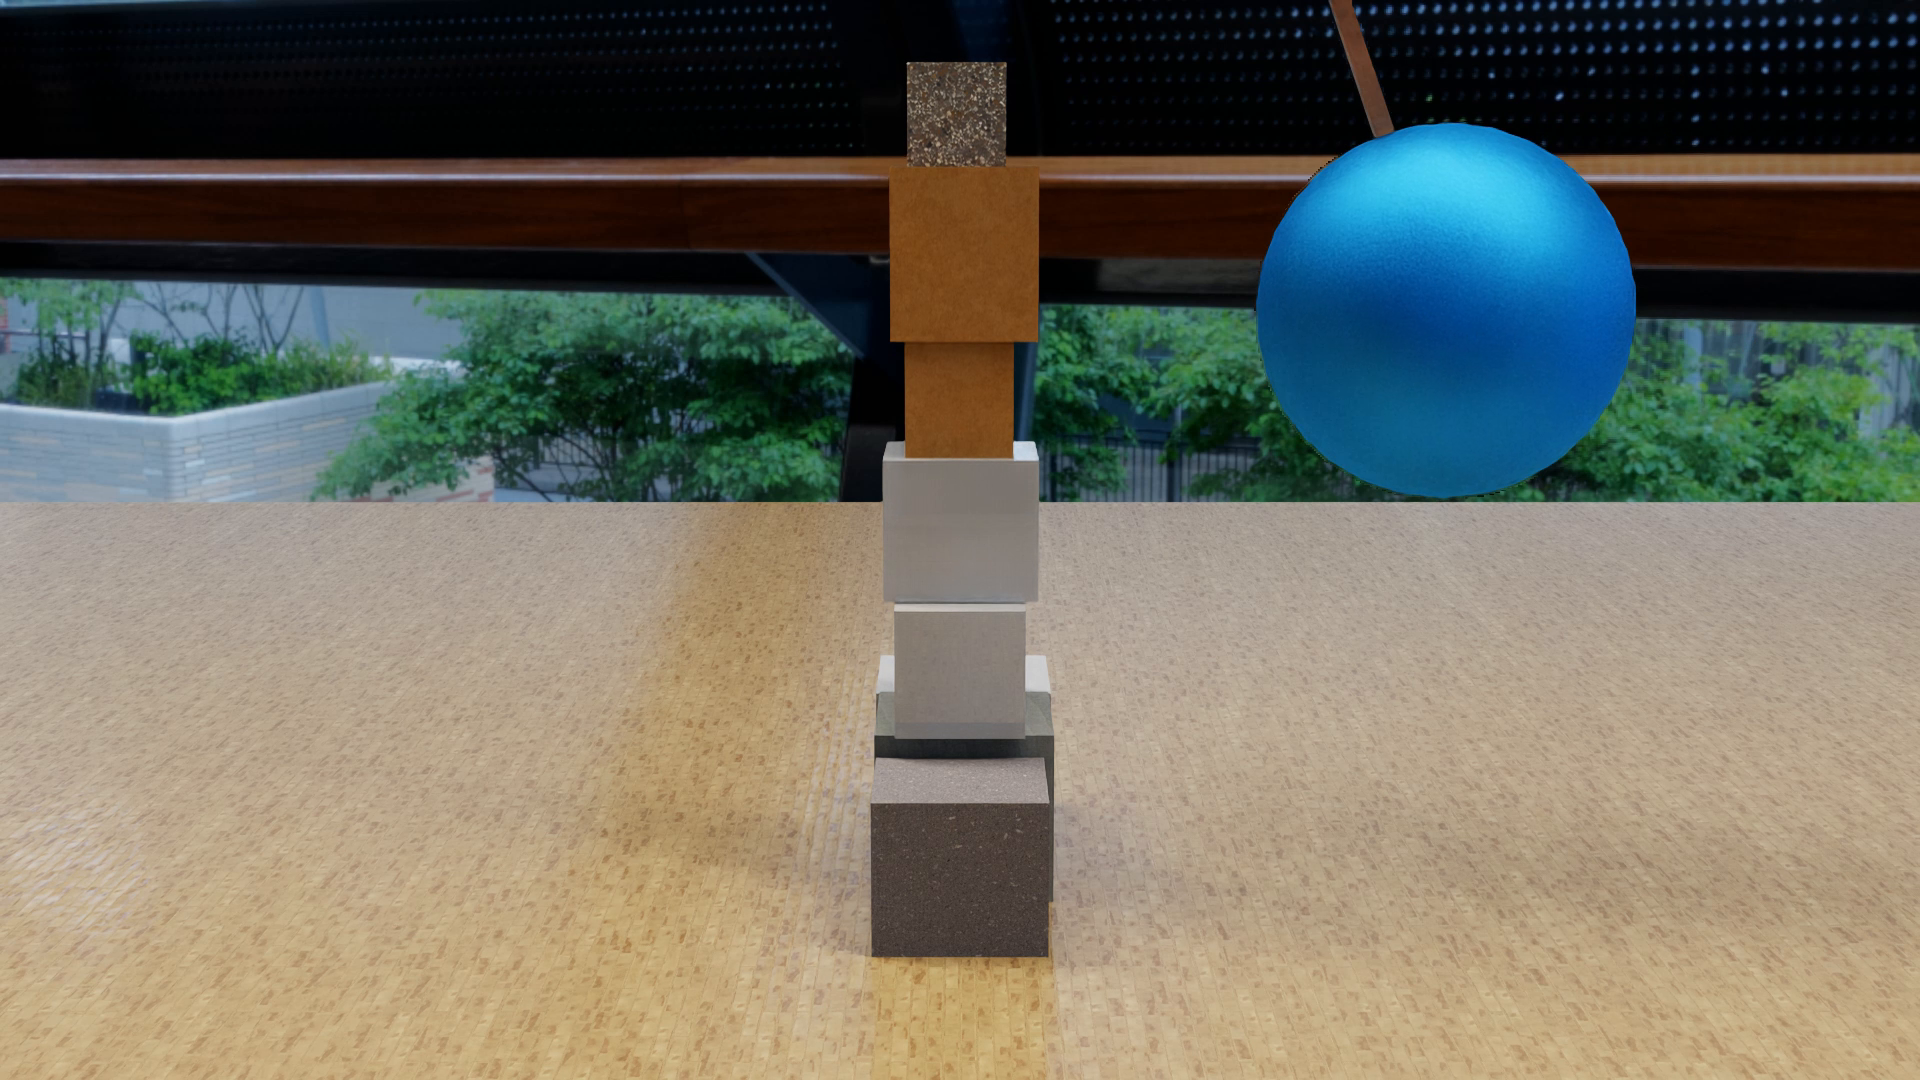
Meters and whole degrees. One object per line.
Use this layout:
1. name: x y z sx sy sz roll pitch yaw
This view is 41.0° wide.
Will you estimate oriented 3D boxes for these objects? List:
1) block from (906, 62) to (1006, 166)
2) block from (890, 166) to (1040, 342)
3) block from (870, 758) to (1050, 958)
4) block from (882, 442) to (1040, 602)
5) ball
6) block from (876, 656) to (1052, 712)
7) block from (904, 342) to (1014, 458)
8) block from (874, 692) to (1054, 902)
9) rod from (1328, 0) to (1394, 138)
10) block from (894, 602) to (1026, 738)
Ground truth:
1. block: -0.014 -1.806 10.905 0.414 0.431 0.396 0 9 0
2. block: 0.018 -1.235 10.994 0.621 0.726 0.582 0 9 0
3. block: 0.000 1.302 10.612 0.712 0.642 0.692 0 10 0
4. block: 0.004 -0.088 11.172 0.659 0.604 0.677 0 9 0
5. ball: 2.074 -0.980 11.002 1.600 1.600 1.600 0 10 0
6. block: 0.016 0.985 12.122 0.797 0.724 0.775 0 10 0
7. block: -0.003 -0.631 11.088 0.459 0.495 0.506 0 9 0
8. block: 0.018 1.121 11.342 0.765 0.736 0.788 0 10 0
9. rod: 0.899 -4.119 10.431 0.080 5.200 0.080 -20 10 4
10. block: 0.000 0.525 11.023 0.551 0.551 0.490 0 10 0
